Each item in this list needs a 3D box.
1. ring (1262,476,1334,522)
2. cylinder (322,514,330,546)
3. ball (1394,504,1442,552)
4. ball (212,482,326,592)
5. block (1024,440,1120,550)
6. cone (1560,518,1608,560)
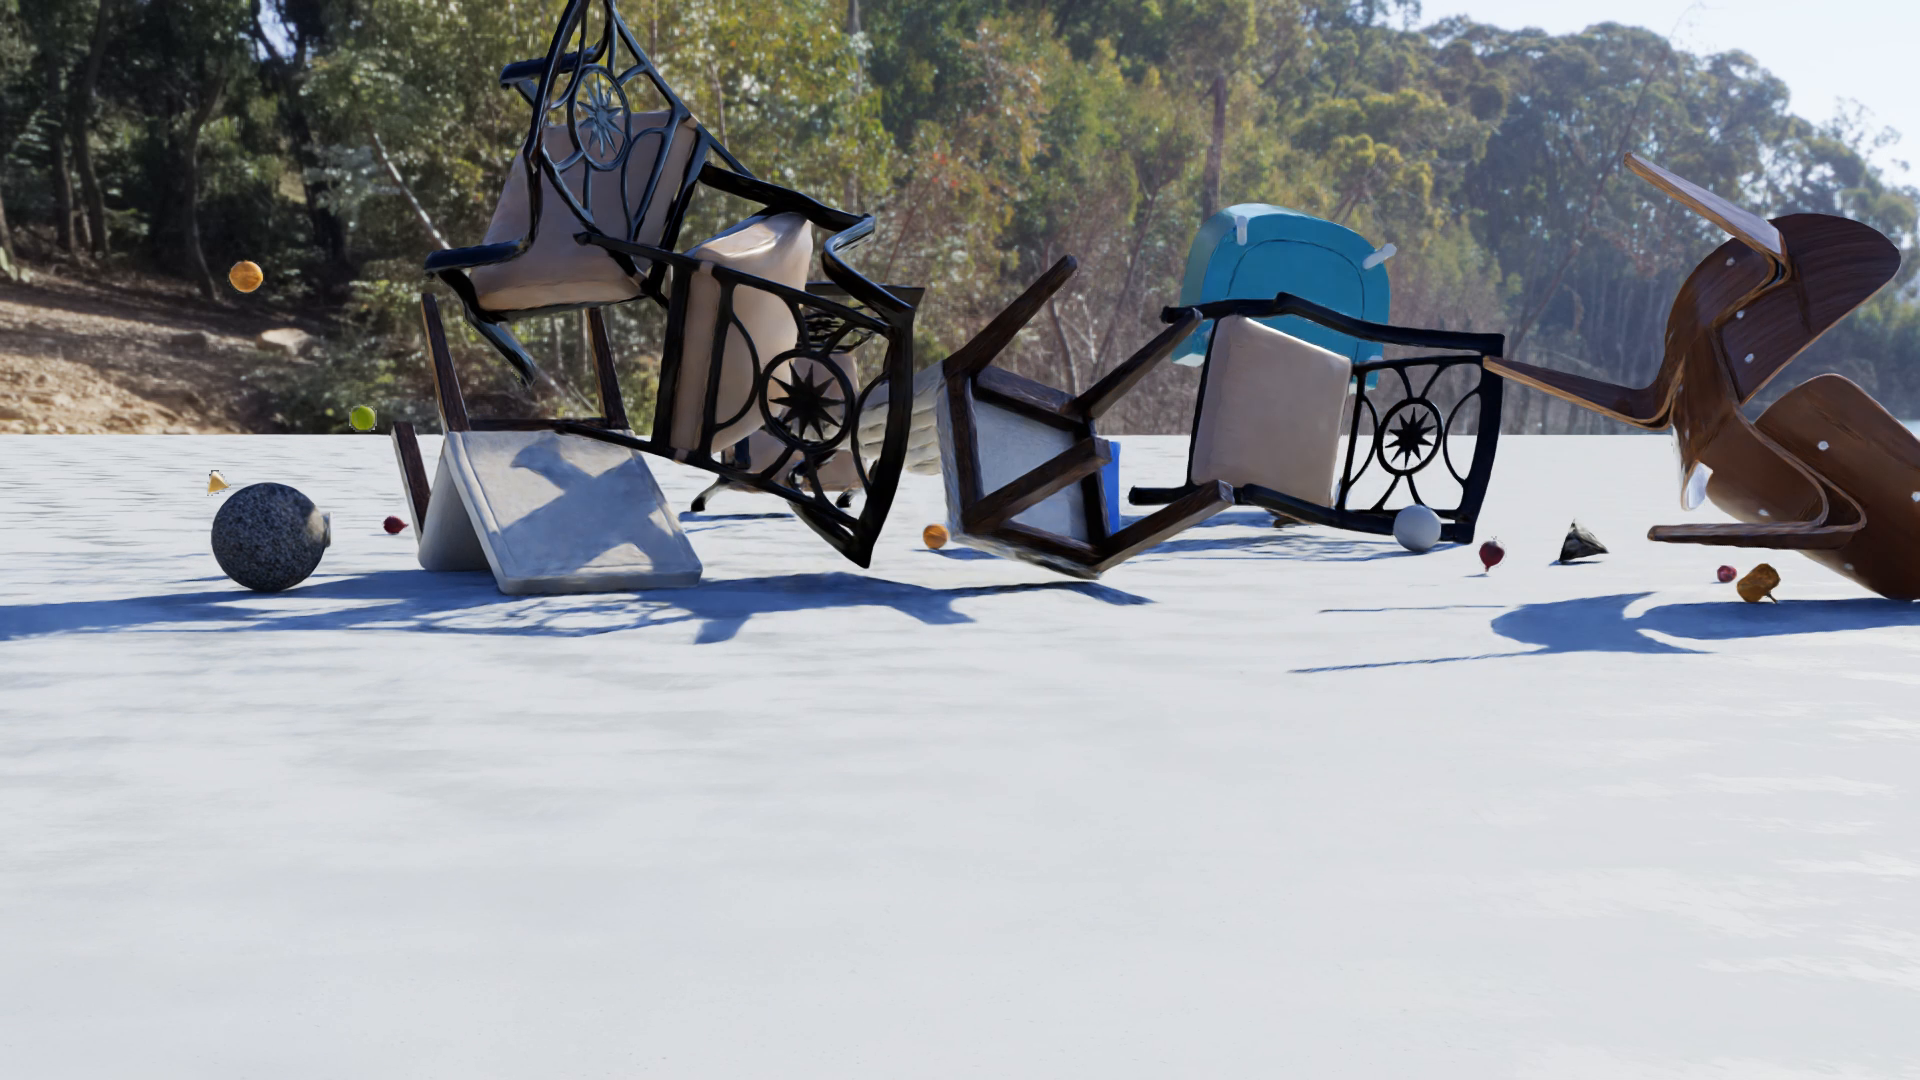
[{"bbox_3d":[1.142,-0.137,7.425,0.242,0.118,0.231,4,-10,12],"label":"ring"},{"bbox_3d":[-1.836,-0.028,6.263,0.082,0.100,0.078,-1,36,-14],"label":"cylinder"},{"bbox_3d":[1.264,-0.033,6.076,0.131,0.131,0.131,0,4,0],"label":"ball"},{"bbox_3d":[-1.529,-0.007,4.866,0.243,0.243,0.243,0,4,0],"label":"ball"},{"bbox_3d":[0.319,-0.135,6.324,0.164,0.299,0.346,-1,4,-17],"label":"block"},{"bbox_3d":[1.638,0.015,5.729,0.111,0.115,0.208,19,19,17],"label":"cone"}]
